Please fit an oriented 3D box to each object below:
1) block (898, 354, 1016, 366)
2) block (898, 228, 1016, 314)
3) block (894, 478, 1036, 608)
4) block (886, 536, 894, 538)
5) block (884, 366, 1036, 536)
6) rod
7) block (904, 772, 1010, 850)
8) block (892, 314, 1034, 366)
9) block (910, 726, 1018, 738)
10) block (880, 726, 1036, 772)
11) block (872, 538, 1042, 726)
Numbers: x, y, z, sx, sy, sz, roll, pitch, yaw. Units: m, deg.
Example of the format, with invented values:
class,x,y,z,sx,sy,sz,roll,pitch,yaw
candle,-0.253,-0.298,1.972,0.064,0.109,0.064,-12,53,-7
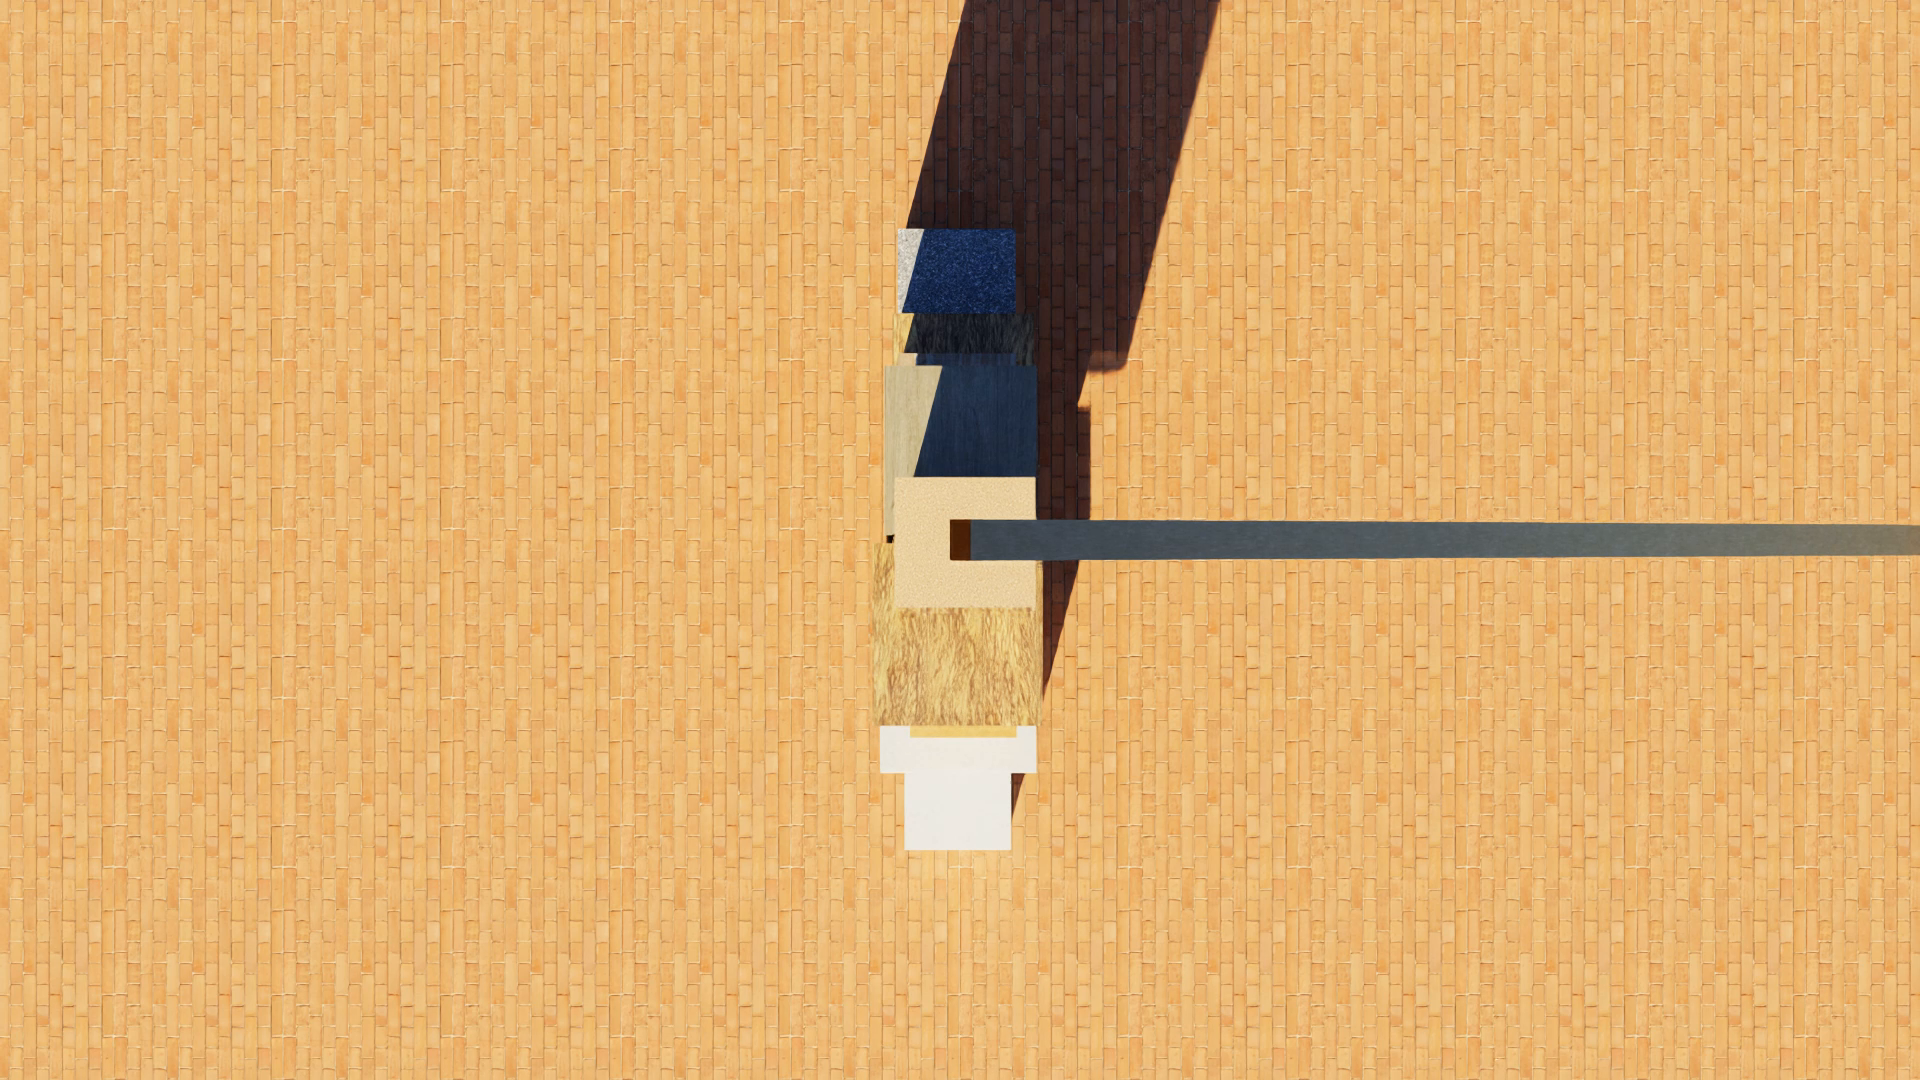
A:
class,x,y,z,sx,sy,sz,roll,pitch,yaw
block,-0.013,-0.656,11.145,0.586,0.547,0.534,0,90,0
block,-0.019,-1.381,12.654,0.659,0.692,0.721,0,90,0
block,0.019,0.012,8.671,0.537,0.528,0.501,0,90,0
block,-0.006,0.009,11.037,0.699,0.785,0.750,0,92,0
block,0.003,-0.396,10.231,0.681,0.804,0.757,0,90,0
rod,2.234,0.000,5.576,5.200,0.080,0.080,0,90,-31
block,-0.012,1.407,12.679,0.597,0.641,0.671,0,90,0
block,0.017,-0.763,11.863,0.736,0.891,0.828,0,90,0
block,0.018,0.695,11.188,0.532,0.587,0.542,0,93,0
block,-0.009,0.822,11.865,0.817,0.750,0.750,0,93,0
block,-0.010,0.418,10.313,0.771,0.690,0.829,0,92,0
